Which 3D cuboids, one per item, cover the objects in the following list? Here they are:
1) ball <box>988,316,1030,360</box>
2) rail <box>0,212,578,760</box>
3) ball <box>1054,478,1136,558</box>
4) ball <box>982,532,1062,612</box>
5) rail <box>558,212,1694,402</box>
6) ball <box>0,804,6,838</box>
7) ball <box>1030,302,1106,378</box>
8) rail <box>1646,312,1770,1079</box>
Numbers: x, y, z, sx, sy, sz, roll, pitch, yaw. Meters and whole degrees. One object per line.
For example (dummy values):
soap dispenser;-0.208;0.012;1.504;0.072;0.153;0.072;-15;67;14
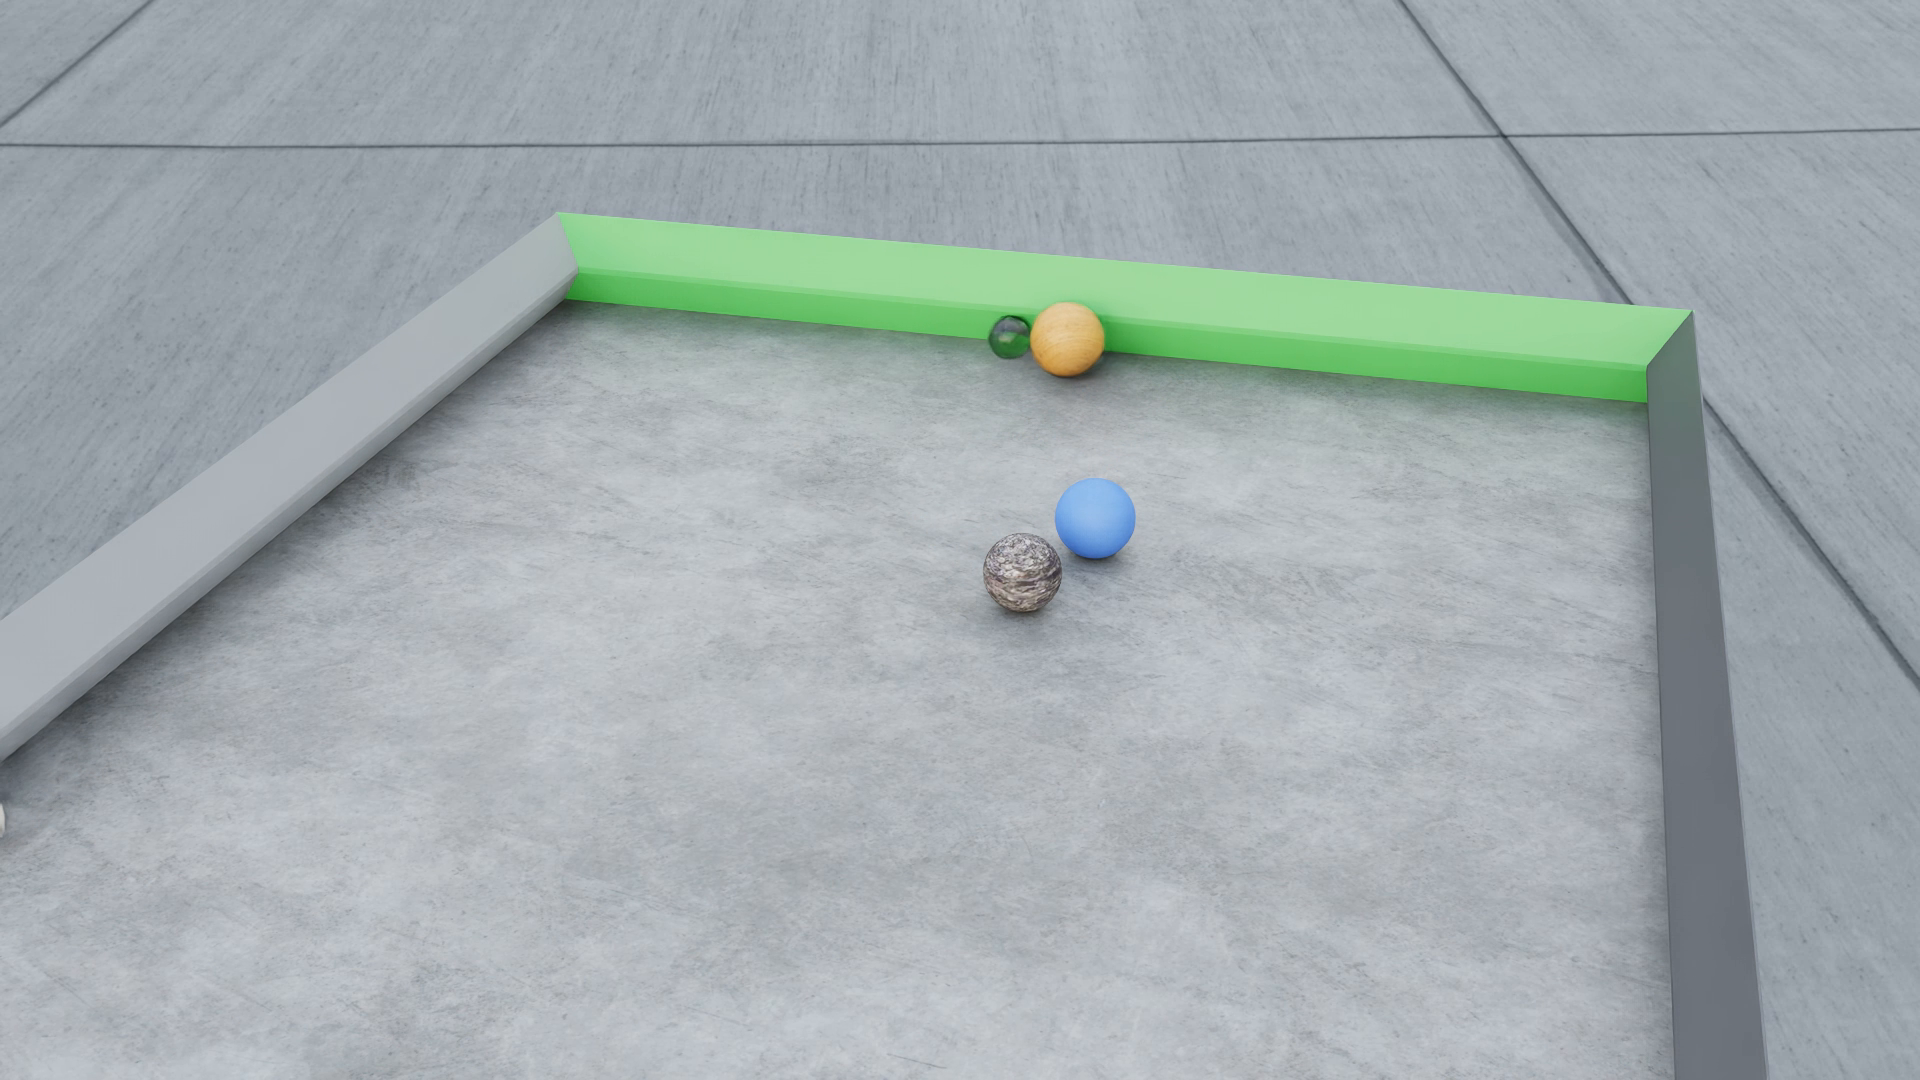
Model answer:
ball;0.061;-0.247;2.691;0.052;0.052;0.052;0;27;0
rail;-0.818;0.174;1.773;0.045;0.117;2.511;7;27;13
ball;0.136;-0.022;2.207;0.081;0.081;0.081;0;27;0
ball;0.060;0.031;2.107;0.076;0.076;0.076;0;27;0
rail;0.154;-0.281;2.684;1.409;0.117;0.045;7;27;13
ball;-0.788;0.224;1.737;0.062;0.062;0.062;0;27;0
ball;0.129;-0.240;2.635;0.090;0.090;0.090;0;27;0
rail;0.498;0.329;1.463;0.045;0.117;2.511;7;27;13
